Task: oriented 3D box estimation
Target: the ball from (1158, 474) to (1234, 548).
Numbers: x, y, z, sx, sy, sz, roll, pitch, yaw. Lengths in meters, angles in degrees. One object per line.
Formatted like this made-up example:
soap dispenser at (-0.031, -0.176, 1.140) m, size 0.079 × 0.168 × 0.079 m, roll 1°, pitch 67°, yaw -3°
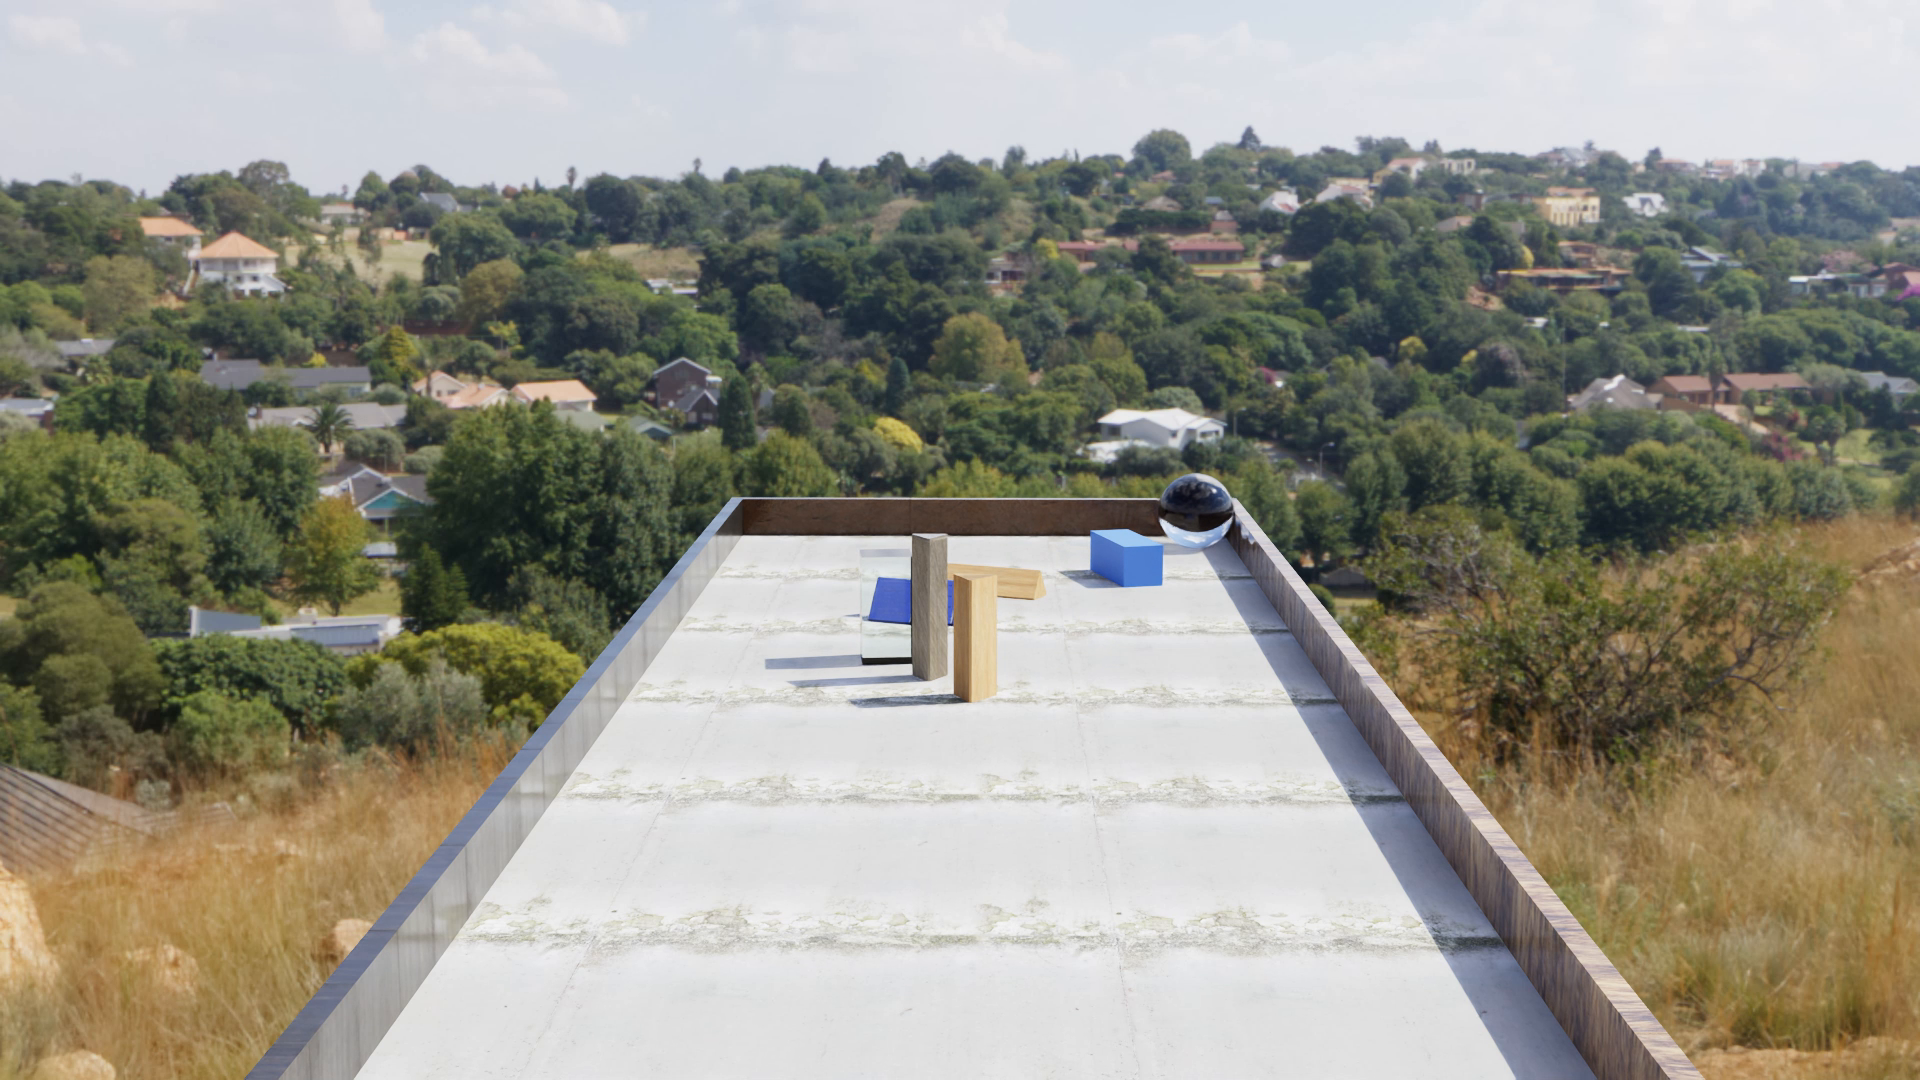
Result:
ball at (0.942, -0.116, 8.778) m, size 0.301 × 0.301 × 0.301 m, roll 0°, pitch 9°, yaw 0°

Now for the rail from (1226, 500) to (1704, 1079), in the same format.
rail at (1.046, 0.843, 3.208) m, size 0.050 × 0.150 × 12.000 m, roll 0°, pitch 9°, yaw 1°

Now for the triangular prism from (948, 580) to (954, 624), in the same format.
triangular prism at (-0.127, 0.192, 7.346) m, size 0.332 × 0.134 × 0.155 m, roll 4°, pitch 10°, yaw 25°

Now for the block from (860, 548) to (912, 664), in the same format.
block at (-0.224, 0.202, 6.689) m, size 0.154 × 0.328 × 0.154 m, roll -1°, pitch 9°, yaw -5°

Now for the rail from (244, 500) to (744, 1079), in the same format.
rail at (-1.004, 0.839, 3.234) m, size 0.050 × 0.150 × 12.000 m, roll 0°, pitch 9°, yaw 1°

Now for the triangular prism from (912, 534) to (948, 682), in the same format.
triangular prism at (-0.102, 0.194, 6.441) m, size 0.089 × 0.422 × 0.103 m, roll 5°, pitch 11°, yaw 31°

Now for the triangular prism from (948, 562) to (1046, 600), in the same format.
triangular prism at (0.075, 0.138, 7.819) m, size 0.459 × 0.096 × 0.110 m, roll 4°, pitch 10°, yaw 25°

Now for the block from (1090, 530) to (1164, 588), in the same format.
block at (0.613, 0.065, 8.124) m, size 0.148 × 0.148 × 0.395 m, roll -2°, pitch 9°, yaw -14°

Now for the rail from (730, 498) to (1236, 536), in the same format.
rail at (0.099, -0.098, 9.147) m, size 2.100 × 0.150 × 0.050 m, roll 0°, pitch 9°, yaw 1°

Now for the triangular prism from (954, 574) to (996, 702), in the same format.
triangular prism at (0.025, 0.271, 6.193) m, size 0.105 × 0.347 × 0.122 m, roll 7°, pitch 11°, yaw 37°
